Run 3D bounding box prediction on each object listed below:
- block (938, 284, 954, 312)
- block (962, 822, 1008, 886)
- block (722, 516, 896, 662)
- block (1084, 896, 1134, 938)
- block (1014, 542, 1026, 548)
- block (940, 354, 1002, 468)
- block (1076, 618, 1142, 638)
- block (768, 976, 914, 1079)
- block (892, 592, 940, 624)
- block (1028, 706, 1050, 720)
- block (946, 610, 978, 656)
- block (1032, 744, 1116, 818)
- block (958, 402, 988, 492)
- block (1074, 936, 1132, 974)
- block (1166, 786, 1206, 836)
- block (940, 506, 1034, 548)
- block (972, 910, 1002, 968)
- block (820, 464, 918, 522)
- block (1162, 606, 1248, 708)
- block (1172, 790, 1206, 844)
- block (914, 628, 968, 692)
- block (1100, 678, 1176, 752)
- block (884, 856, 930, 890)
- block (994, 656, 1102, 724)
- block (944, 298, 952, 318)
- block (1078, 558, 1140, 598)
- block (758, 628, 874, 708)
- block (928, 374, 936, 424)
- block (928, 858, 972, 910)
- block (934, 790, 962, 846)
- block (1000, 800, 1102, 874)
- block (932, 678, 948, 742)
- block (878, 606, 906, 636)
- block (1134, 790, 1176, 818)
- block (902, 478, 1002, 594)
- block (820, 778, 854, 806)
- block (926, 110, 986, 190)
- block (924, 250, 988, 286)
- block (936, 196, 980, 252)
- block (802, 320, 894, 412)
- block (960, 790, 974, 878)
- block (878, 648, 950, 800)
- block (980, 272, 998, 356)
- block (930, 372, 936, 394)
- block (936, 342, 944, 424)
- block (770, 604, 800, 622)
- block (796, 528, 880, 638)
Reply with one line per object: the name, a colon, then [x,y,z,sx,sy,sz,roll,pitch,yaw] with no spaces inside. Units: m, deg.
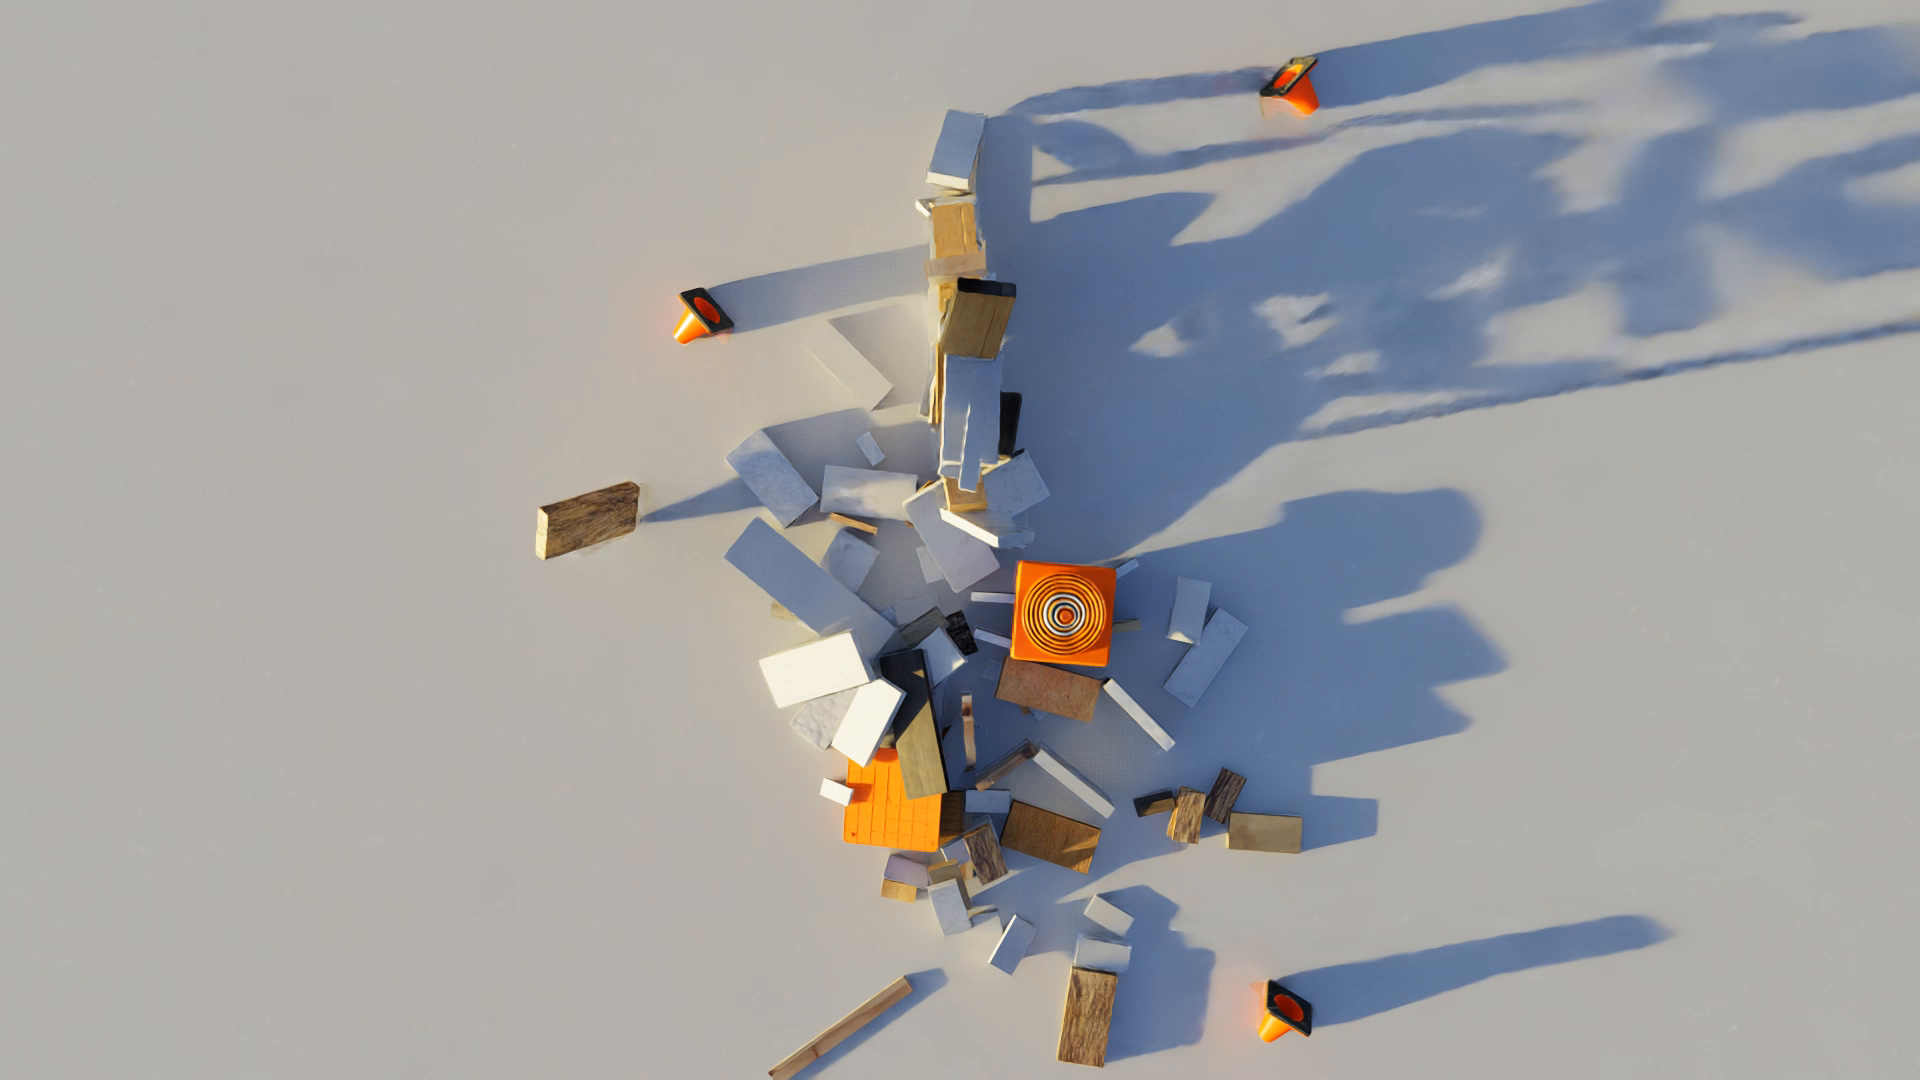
block: [-0.029,-0.805,5.264,0.076,0.021,0.151,-1,109,-5]
block: [0.083,1.036,5.439,0.098,0.028,0.196,-25,113,-12]
block: [-0.493,0.175,5.422,0.591,0.049,0.175,39,85,-1]
block: [0.497,1.251,5.489,0.149,0.021,0.074,31,90,0]
block: [0.174,-0.013,5.493,0.105,0.015,0.053,21,90,0]
block: [0.035,-0.406,5.140,0.174,0.049,0.348,4,80,-8]
block: [0.489,0.293,5.448,0.208,0.104,0.029,-8,91,0]
block: [-0.397,1.635,5.492,0.553,0.016,0.057,-35,90,0]
block: [-0.143,0.227,5.482,0.148,0.021,0.074,-14,90,-6]
block: [0.247,0.534,5.477,0.061,0.017,0.122,-36,93,-8]
block: [0.000,0.315,5.490,0.074,0.021,0.148,-22,90,0]
block: [0.371,0.792,5.424,0.306,0.153,0.043,39,90,0]
block: [0.039,-0.287,5.065,0.053,0.015,0.286,11,72,-10]
block: [0.476,1.380,5.488,0.175,0.025,0.088,10,90,0]
block: [0.752,0.911,5.488,0.084,0.024,0.168,16,90,0]
block: [0.080,-0.051,5.171,0.121,0.412,0.034,-12,108,-23]
block: [0.100,1.327,5.488,0.088,0.025,0.176,-11,90,0]
block: [-0.300,-0.154,5.464,0.309,0.044,0.154,6,87,4]
block: [0.815,0.390,5.483,0.120,0.034,0.327,35,90,0]
block: [0.758,0.917,5.464,0.084,0.024,0.168,9,90,0]
block: [-0.126,0.431,5.436,0.282,0.040,0.141,-41,76,11]
block: [0.583,0.572,5.427,0.041,0.144,0.289,-45,90,-2]
block: [-0.174,1.105,5.481,0.148,0.021,0.074,17,77,0]
block: [0.290,0.493,5.455,0.328,0.041,0.144,16,86,-7]
block: [-0.005,-0.697,5.274,0.076,0.021,0.151,-6,108,-8]
block: [0.491,0.124,5.448,0.208,0.104,0.029,-31,90,0]
block: [-0.471,0.420,5.401,0.348,0.049,0.174,-18,99,21]
block: [-0.051,-0.454,5.311,0.081,0.023,0.161,1,106,-21]
block: [-0.031,1.148,5.445,0.098,0.028,0.196,-17,116,0]
block: [-0.039,0.923,5.461,0.091,0.026,0.182,2,90,0]
block: [0.299,0.986,5.478,0.306,0.043,0.153,19,90,0]
block: [-0.112,0.553,5.461,0.120,0.034,0.239,5,87,18]
block: [-0.227,0.267,5.493,0.048,0.014,0.096,-40,90,0]
block: [0.648,0.877,5.479,0.130,0.017,0.061,-16,89,10]
block: [-0.029,-0.016,5.408,0.175,0.049,0.349,-31,106,1]
block: [-0.407,0.834,5.462,0.114,0.016,0.057,18,97,30]
block: [-0.010,-1.261,5.308,0.129,0.420,0.037,11,132,1]
block: [-0.009,-0.801,4.867,0.174,0.444,0.049,-9,96,2]
block: [-0.004,-0.945,5.165,0.129,0.037,0.258,-4,83,3]
block: [-0.372,-0.580,5.484,0.319,0.032,0.113,44,90,0]
block: [-0.004,0.981,5.487,0.091,0.026,0.289,-1,90,0]
block: [-0.148,0.602,5.388,0.141,0.040,0.473,-14,82,16]
block: [0.053,-0.663,5.213,0.128,0.036,0.354,-3,94,-10]
block: [-0.037,-0.542,5.320,0.081,0.023,0.161,13,105,-12]
block: [-0.010,-0.499,5.249,0.128,0.036,0.256,0,94,-10]
block: [-0.577,0.240,5.443,0.096,0.014,0.048,9,84,-5]
block: [-0.419,0.147,5.478,0.154,0.044,0.346,31,90,0]
